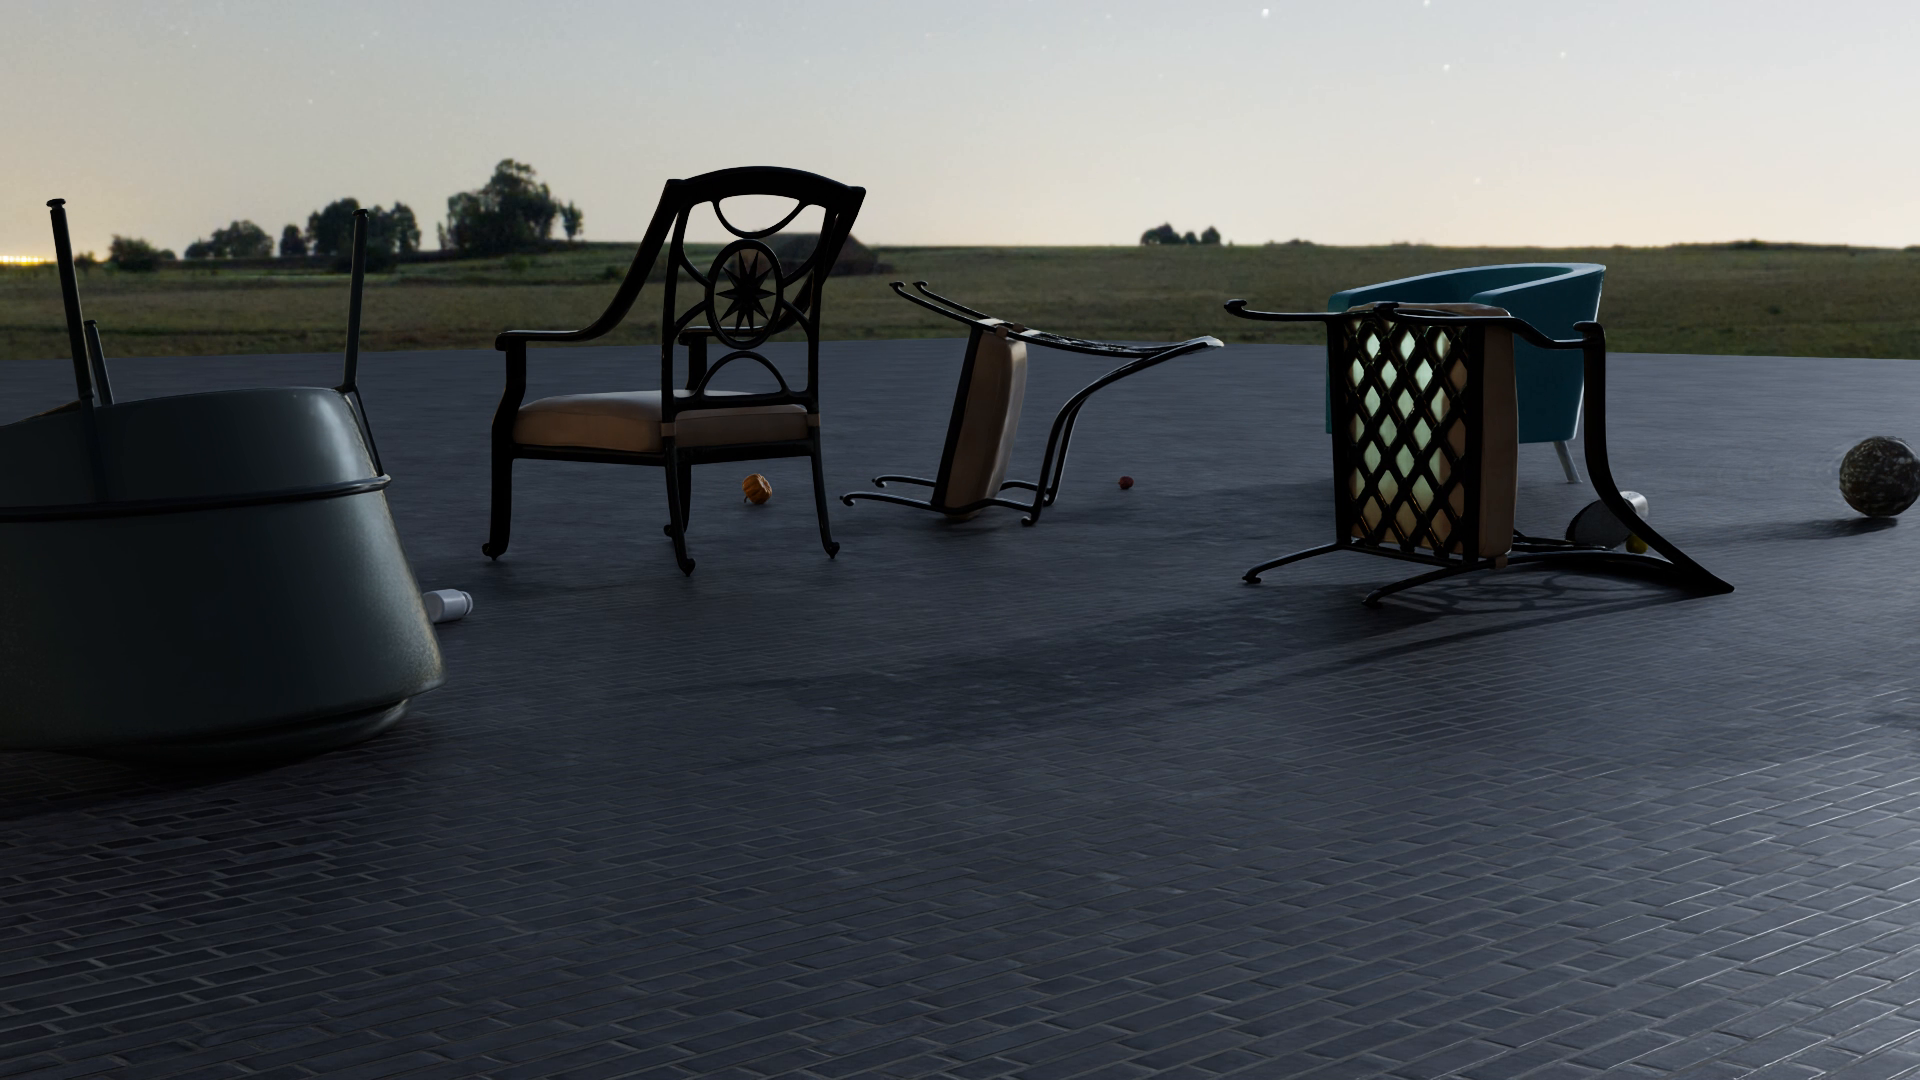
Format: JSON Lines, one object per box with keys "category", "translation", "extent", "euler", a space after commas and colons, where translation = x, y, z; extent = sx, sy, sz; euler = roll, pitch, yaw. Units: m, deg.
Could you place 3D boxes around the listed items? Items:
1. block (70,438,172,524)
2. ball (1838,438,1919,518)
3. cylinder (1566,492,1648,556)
{"category": "block", "translation": [-2.255, -0.161, 6.894], "extent": [0.239, 0.221, 0.101], "euler": [2, 6, 20]}
{"category": "ball", "translation": [2.513, -0.171, 6.999], "extent": [0.219, 0.219, 0.219], "euler": [0, 6, 0]}
{"category": "cylinder", "translation": [1.536, -0.039, 6.085], "extent": [0.184, 0.116, 0.166], "euler": [-38, -10, 23]}
